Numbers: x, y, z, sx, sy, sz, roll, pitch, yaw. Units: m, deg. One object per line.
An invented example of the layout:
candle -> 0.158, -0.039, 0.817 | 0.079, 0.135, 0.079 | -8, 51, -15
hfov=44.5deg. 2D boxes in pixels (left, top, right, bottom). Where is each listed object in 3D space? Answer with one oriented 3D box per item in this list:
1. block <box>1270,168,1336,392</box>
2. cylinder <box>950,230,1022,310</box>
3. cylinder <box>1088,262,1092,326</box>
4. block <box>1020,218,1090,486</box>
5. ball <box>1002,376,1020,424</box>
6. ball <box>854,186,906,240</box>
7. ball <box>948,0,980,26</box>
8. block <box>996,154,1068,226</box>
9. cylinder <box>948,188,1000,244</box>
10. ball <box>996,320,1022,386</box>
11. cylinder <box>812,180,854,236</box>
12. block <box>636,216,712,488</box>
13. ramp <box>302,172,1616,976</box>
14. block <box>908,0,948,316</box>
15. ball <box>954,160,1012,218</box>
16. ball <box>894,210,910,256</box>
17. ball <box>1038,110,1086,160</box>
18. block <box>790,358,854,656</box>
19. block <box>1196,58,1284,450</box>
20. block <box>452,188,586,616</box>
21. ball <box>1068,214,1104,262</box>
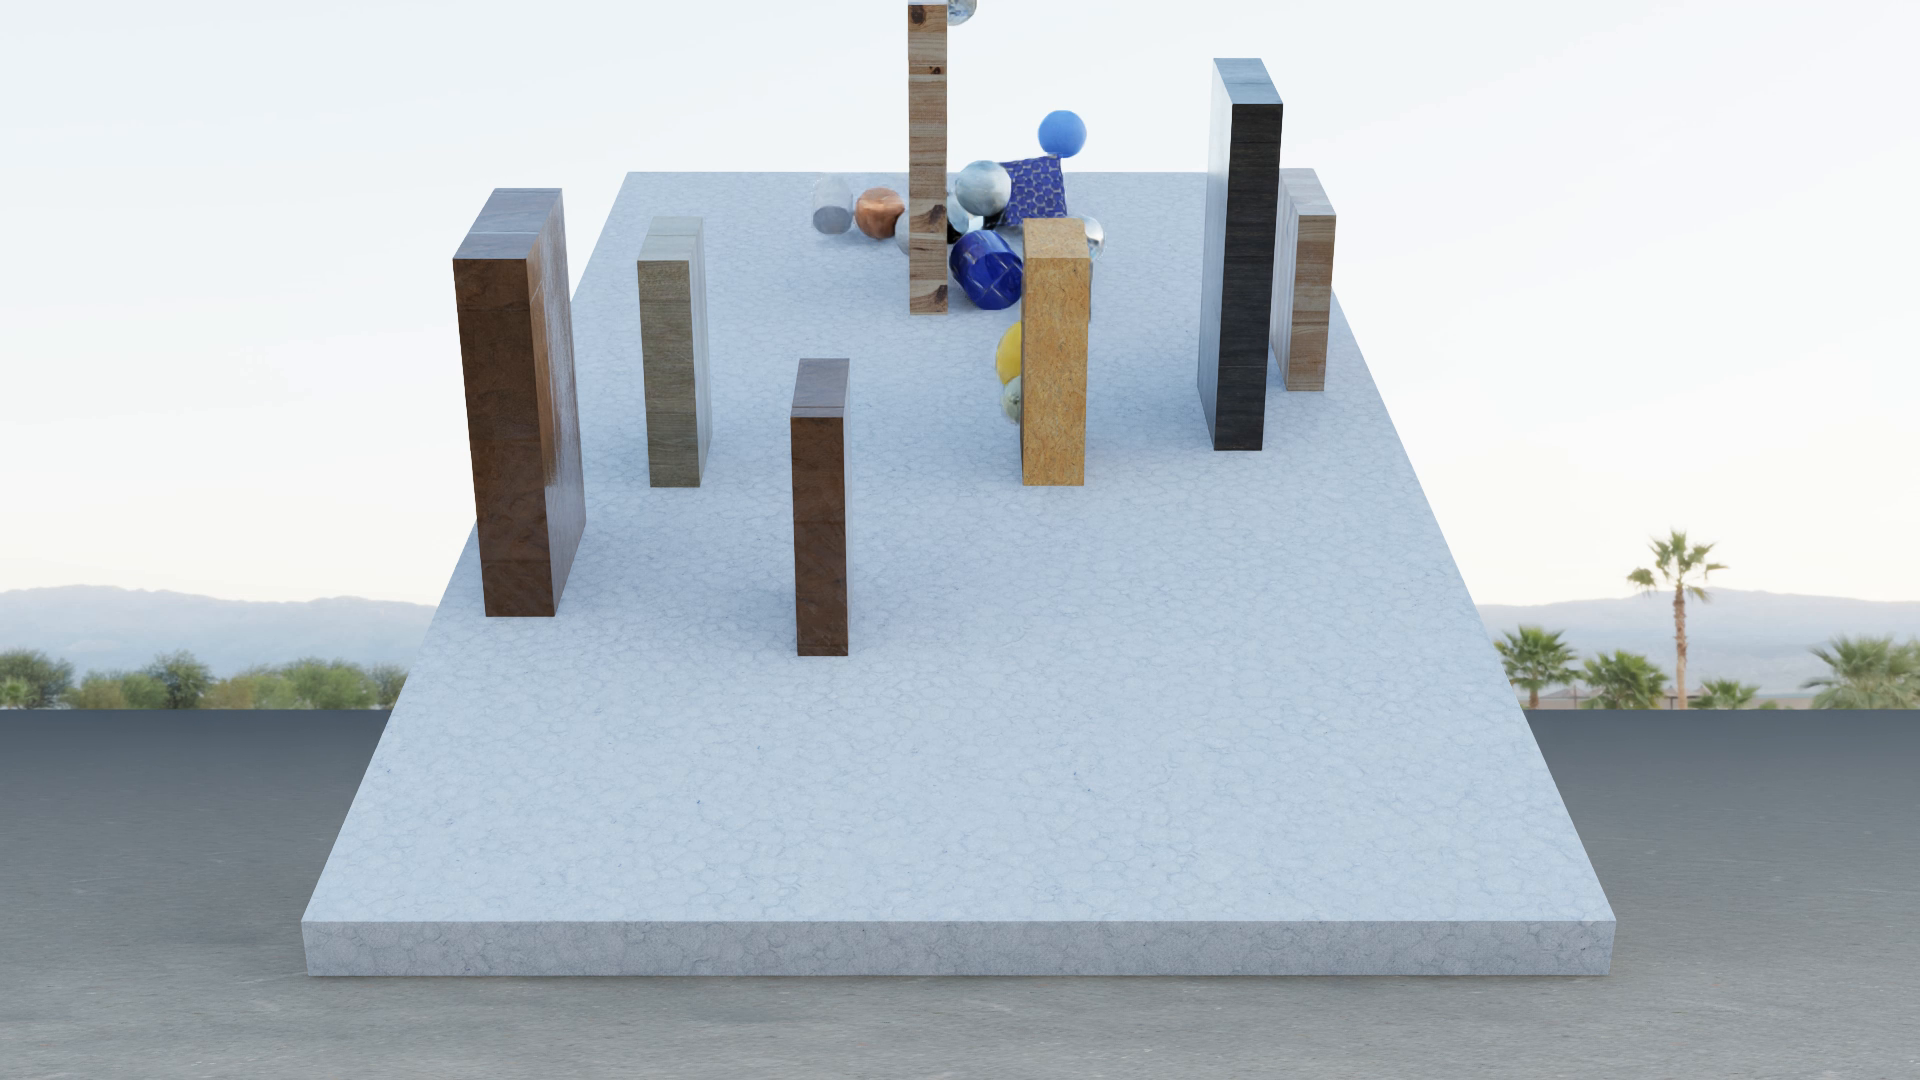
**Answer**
block -> 0.816, -0.628, 5.622 | 0.087, 0.432, 0.380 | 0, 25, 0
cylinder -> 0.073, -0.700, 6.074 | 0.163, 0.163, 0.163 | 1, 27, -19
cylinder -> 0.251, -0.625, 5.922 | 0.162, 0.162, 0.162 | 2, -4, 3
block -> 0.201, -0.406, 5.053 | 0.131, 0.513, 0.270 | 0, 25, 0
ball -> 0.153, -0.319, 5.331 | 0.117, 0.117, 0.117 | 0, -4, 0
ball -> -0.223, -0.914, 6.555 | 0.148, 0.148, 0.148 | 0, -4, 0
ball -> -0.029, -1.557, 6.708 | 0.176, 0.176, 0.176 | 0, -4, 0
block -> 0.180, -0.987, 6.628 | 0.178, 0.178, 0.178 | -11, 11, -16
cylinder -> 0.013, -0.917, 6.561 | 0.147, 0.147, 0.147 | -3, 18, 41
ball -> 0.182, -0.419, 5.449 | 0.199, 0.199, 0.199 | 0, -4, 0
cylinder -> -0.357, -0.936, 6.593 | 0.111, 0.111, 0.111 | 0, -41, 0
block -> -0.611, -0.407, 5.054 | 0.107, 0.510, 0.299 | 0, 25, 0
ramp -> -0.009, -0.229, 5.395 | 2.000, 0.100, 4.000 | 0, 25, 0
block -> -0.080, -1.018, 6.016 | 0.097, 0.795, 0.383 | 0, 25, 0
ball -> 0.063, -0.959, 6.396 | 0.155, 0.155, 0.155 | 0, -4, 0
ball -> -0.106, -0.837, 6.394 | 0.146, 0.146, 0.146 | 0, -4, 0
ball -> 0.295, -1.170, 6.762 | 0.143, 0.143, 0.143 | 0, -4, 0
block -> -0.254, -0.063, 4.365 | 0.094, 0.477, 0.293 | 0, 25, 0
block -> 0.618, -0.638, 5.227 | 0.107, 0.785, 0.396 | 0, 25, 0
block -> -0.839, -0.269, 4.520 | 0.132, 0.716, 0.434 | 0, 25, 0
ball -> 0.324, -0.814, 6.357 | 0.137, 0.137, 0.137 | 0, -4, 0
